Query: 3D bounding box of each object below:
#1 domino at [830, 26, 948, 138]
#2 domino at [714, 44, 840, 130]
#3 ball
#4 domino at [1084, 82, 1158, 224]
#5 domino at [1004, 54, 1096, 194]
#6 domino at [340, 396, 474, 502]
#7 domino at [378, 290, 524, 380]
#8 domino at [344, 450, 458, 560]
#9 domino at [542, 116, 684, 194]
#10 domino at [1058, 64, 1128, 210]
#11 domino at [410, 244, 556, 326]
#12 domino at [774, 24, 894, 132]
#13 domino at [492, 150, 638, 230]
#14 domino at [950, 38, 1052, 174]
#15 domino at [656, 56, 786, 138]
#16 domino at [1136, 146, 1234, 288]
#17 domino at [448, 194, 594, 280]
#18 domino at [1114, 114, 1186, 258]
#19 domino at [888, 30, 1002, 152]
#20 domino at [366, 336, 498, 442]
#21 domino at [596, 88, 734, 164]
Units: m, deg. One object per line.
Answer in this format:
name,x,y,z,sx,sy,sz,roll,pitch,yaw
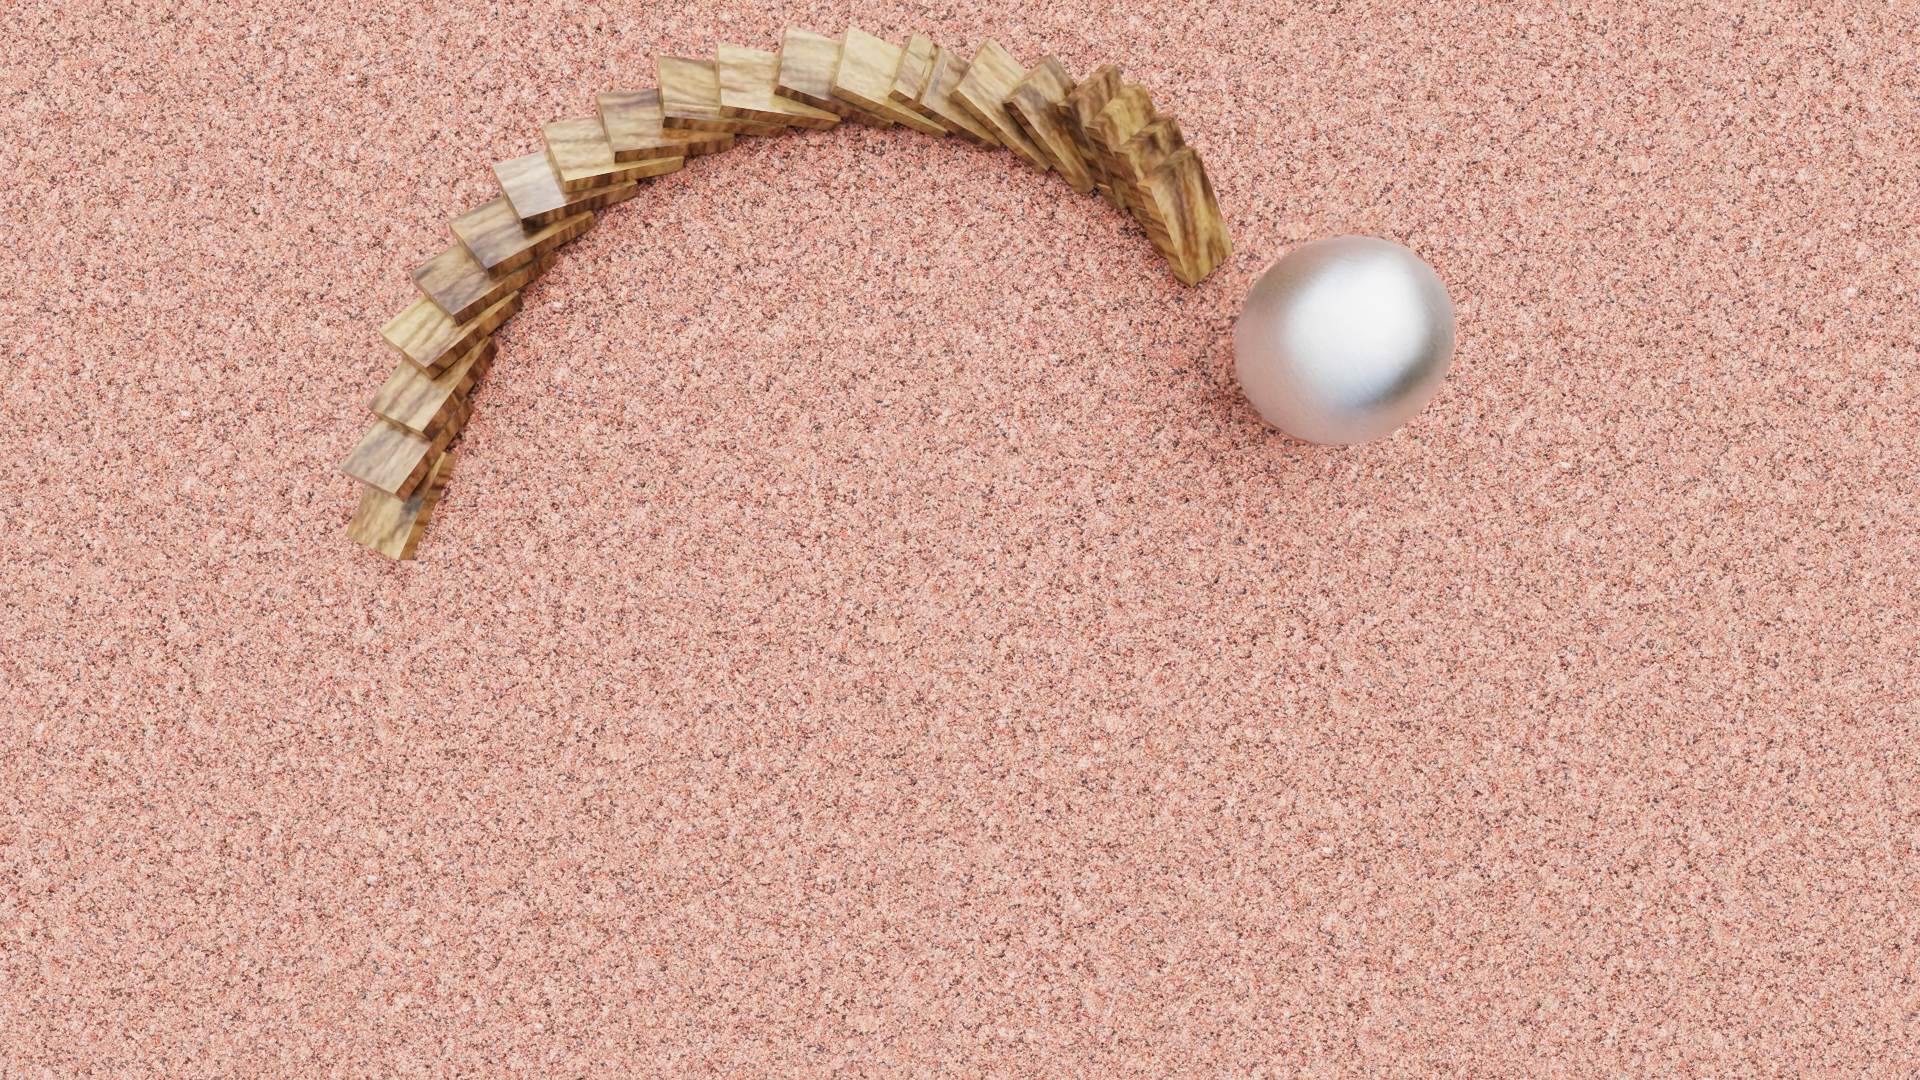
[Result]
domino,-0.027,-0.192,0.385,0.050,0.010,0.025,12,90,-24
domino,-0.076,-0.190,0.385,0.050,0.009,0.025,-3,90,-24
ball,0.149,-0.078,0.360,0.080,0.080,0.080,0,90,0
domino,0.075,-0.159,0.379,0.025,0.009,0.050,-45,129,0
domino,0.044,-0.173,0.384,0.050,0.010,0.025,39,90,-29
domino,-0.232,-0.043,0.386,0.025,0.010,0.050,25,68,0
domino,-0.213,-0.094,0.385,0.025,0.010,0.050,38,65,0
domino,-0.241,-0.019,0.395,0.025,0.010,0.050,24,90,0
domino,-0.145,-0.165,0.385,0.050,0.009,0.025,-23,90,-24
domino,0.063,-0.166,0.380,0.025,0.009,0.050,-42,129,-2
domino,-0.200,-0.114,0.385,0.025,0.009,0.050,45,66,0
domino,-0.051,-0.194,0.385,0.050,0.009,0.025,8,90,-24
domino,-0.165,-0.151,0.385,0.050,0.010,0.025,-29,90,-24
domino,0.023,-0.182,0.386,0.050,0.010,0.025,33,90,-24
domino,-0.100,-0.186,0.385,0.050,0.010,0.025,-6,90,-24
domino,0.094,-0.133,0.380,0.025,0.010,0.050,-40,128,-3
domino,-0.184,-0.133,0.385,0.050,0.009,0.025,-40,90,-24
domino,0.085,-0.146,0.380,0.025,0.010,0.050,-39,128,-4
domino,-0.003,-0.188,0.385,0.050,0.010,0.025,19,90,-24
domino,-0.221,-0.069,0.386,0.025,0.009,0.050,24,68,0
domino,-0.124,-0.176,0.385,0.050,0.009,0.025,-18,90,-24
